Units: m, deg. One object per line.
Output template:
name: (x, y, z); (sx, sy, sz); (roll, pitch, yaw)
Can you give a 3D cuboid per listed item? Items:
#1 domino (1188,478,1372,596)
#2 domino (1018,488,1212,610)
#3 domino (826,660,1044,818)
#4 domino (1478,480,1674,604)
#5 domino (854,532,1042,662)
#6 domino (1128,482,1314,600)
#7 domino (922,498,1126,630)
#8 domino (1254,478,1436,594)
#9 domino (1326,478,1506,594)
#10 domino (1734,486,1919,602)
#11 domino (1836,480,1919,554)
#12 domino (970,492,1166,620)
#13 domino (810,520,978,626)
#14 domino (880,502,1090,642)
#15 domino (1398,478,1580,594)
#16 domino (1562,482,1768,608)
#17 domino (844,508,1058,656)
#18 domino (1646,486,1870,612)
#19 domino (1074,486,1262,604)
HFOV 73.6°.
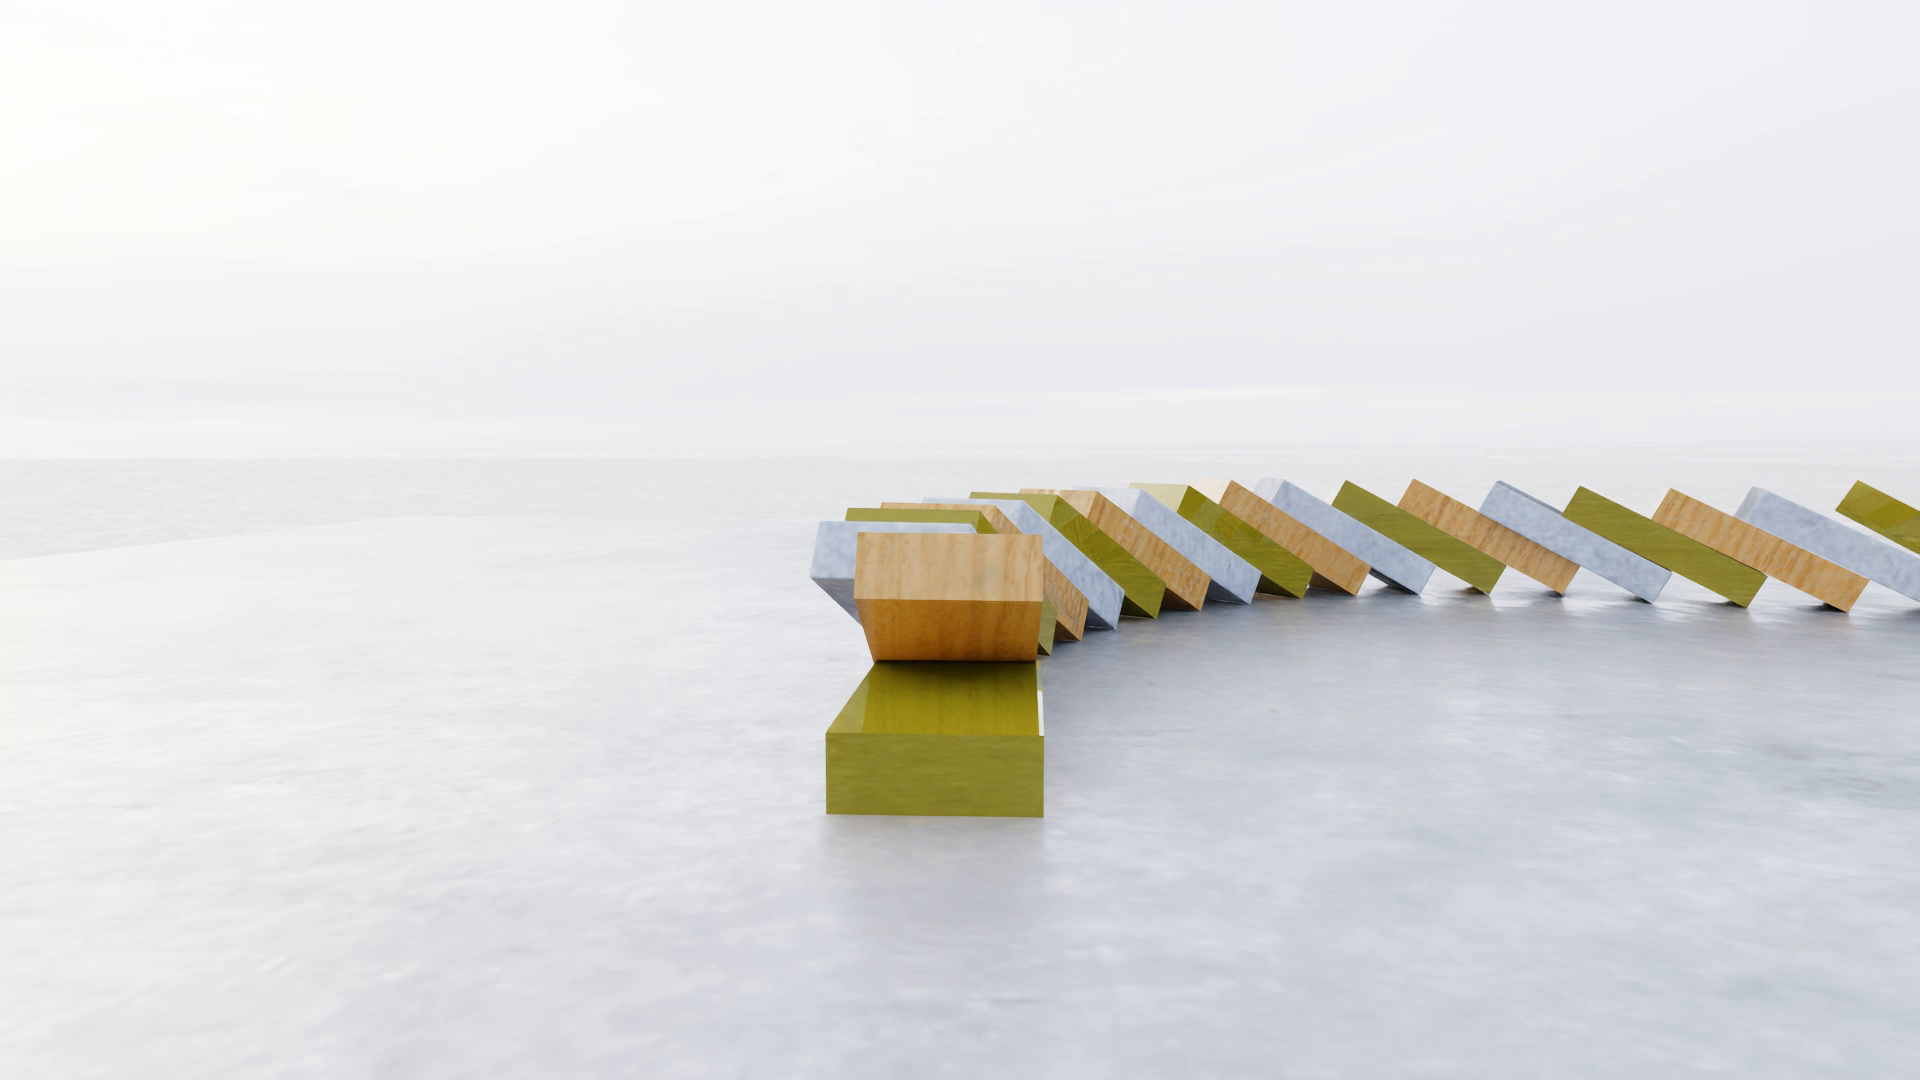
domino: (0.089, -0.001, 0.364); (0.050, 0.010, 0.025); (29, -4, -15)
domino: (0.038, 0.003, 0.321); (0.025, 0.010, 0.050); (5, -21, 47)
domino: (-0.002, 0.025, 0.171); (0.025, 0.010, 0.050); (0, 4, 3)
domino: (0.172, 0.000, 0.360); (0.050, 0.010, 0.025); (32, 16, 20)
domino: (-0.001, 0.013, 0.195); (0.025, 0.009, 0.050); (1, -21, 2)
domino: (0.070, 0.000, 0.351); (0.050, 0.010, 0.025); (30, -10, -27)
domino: (0.014, 0.006, 0.284); (0.025, 0.010, 0.050); (3, -22, 35)
domino: (0.110, -0.002, 0.373); (0.050, 0.009, 0.025); (29, 3, -3)
domino: (0.132, -0.002, 0.376); (0.050, 0.009, 0.025); (30, 9, 9)
domino: (0.231, 0.002, 0.334); (0.050, 0.010, 0.025); (30, 16, 20)
domino: (0.255, 0.001, 0.328); (0.025, 0.009, 0.050); (-3, 35, -43)
domino: (0.025, 0.004, 0.304); (0.025, 0.010, 0.050); (4, -22, 41)
domino: (-0.004, 0.011, 0.220); (0.025, 0.010, 0.050); (1, -21, 17)
domino: (0.005, 0.007, 0.264); (0.025, 0.009, 0.050); (2, -22, 29)
domino: (0.153, -0.002, 0.373); (0.050, 0.010, 0.025); (31, 13, 19)
domino: (0.191, 0.001, 0.351); (0.050, 0.010, 0.025); (31, 16, 20)
domino: (-0.001, 0.009, 0.242); (0.025, 0.010, 0.050); (2, -23, 22)
domino: (0.211, 0.001, 0.342); (0.050, 0.009, 0.025); (31, 16, 20)
domino: (0.053, 0.002, 0.337); (0.050, 0.010, 0.025); (30, -14, -34)
